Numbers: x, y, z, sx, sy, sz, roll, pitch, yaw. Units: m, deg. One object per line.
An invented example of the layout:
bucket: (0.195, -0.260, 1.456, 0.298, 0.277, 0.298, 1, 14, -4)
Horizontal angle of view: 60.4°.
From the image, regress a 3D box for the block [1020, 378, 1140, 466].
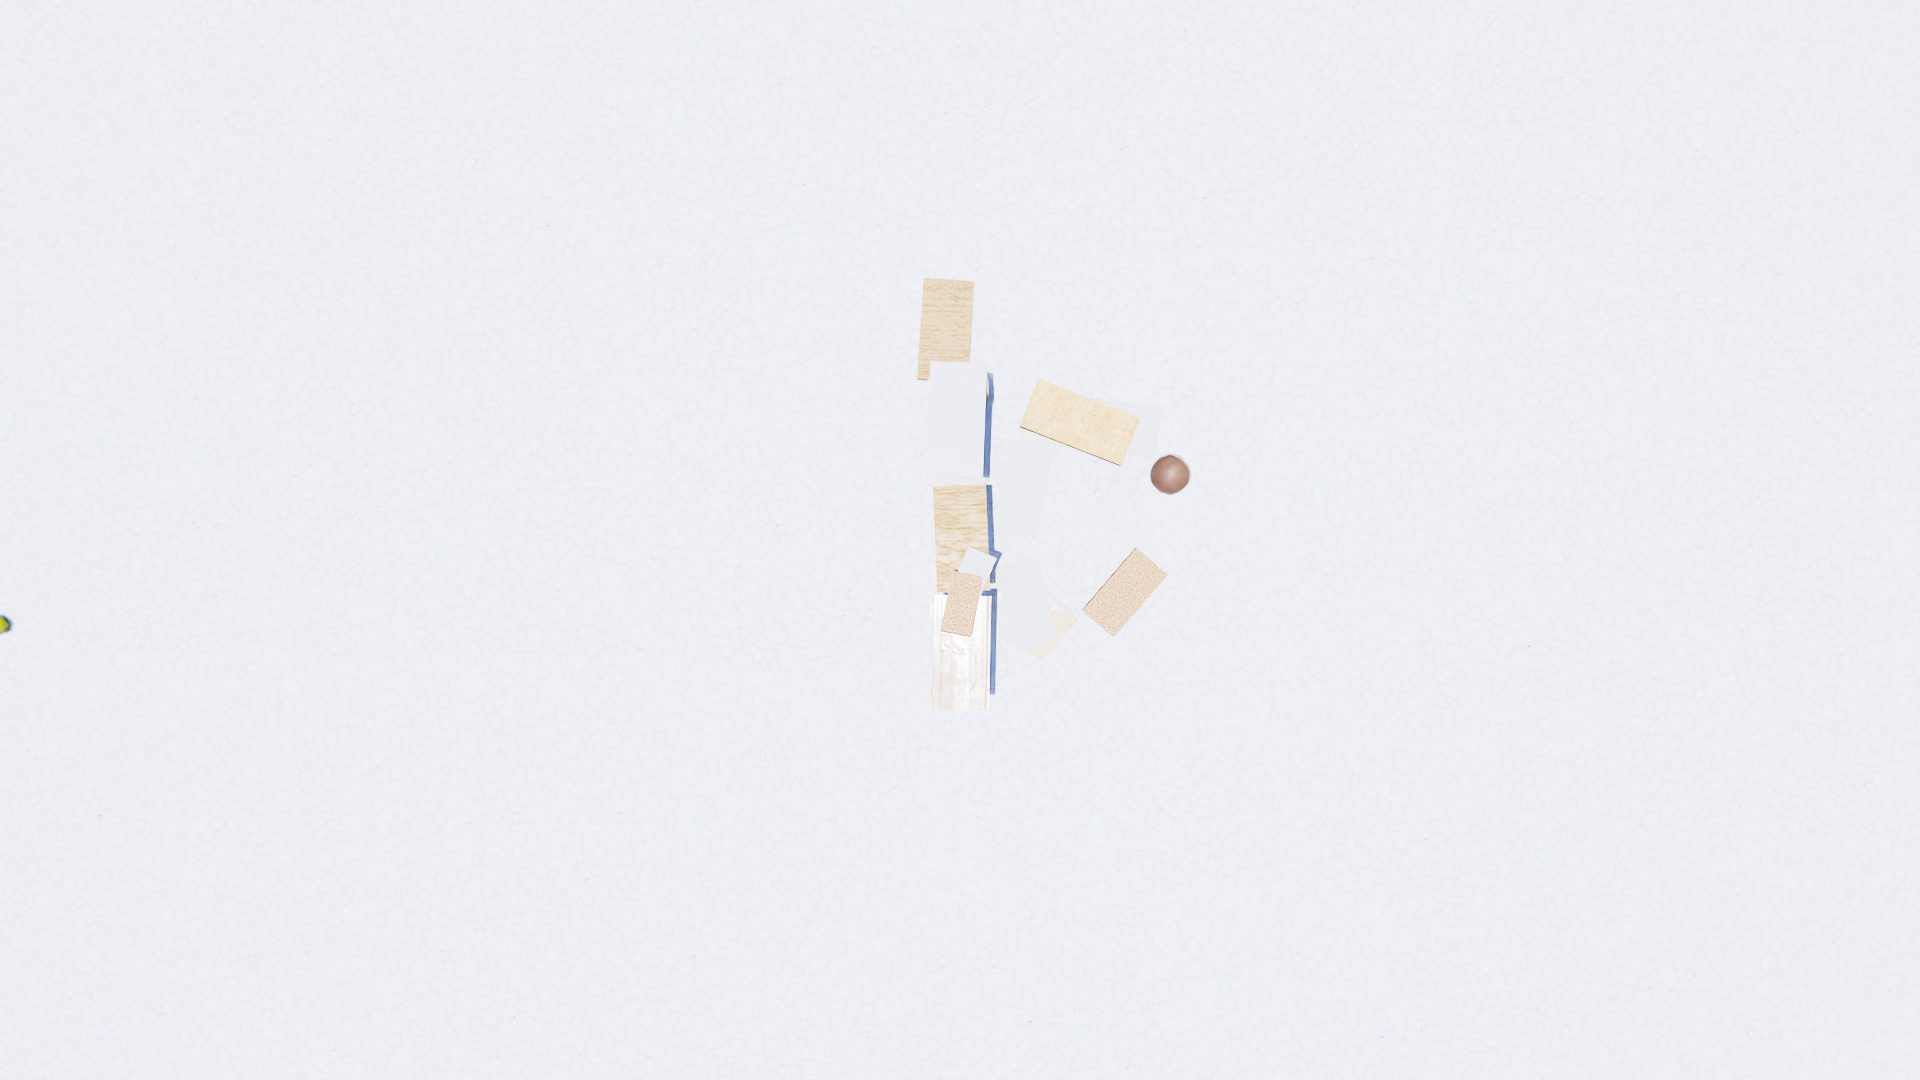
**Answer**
block: (0.394, -0.387, 5.429, 0.358, 0.047, 0.167, 21, 90, 0)

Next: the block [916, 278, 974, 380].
block: (-0.048, -0.695, 5.476, 0.167, 0.047, 0.335, 4, 90, 0)

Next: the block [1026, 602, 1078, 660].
block: (0.295, 0.303, 5.487, 0.094, 0.027, 0.187, 43, 90, 0)

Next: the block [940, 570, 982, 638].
block: (0.005, 0.196, 5.051, 0.094, 0.027, 0.187, 11, 80, 2)

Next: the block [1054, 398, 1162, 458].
block: (0.491, -0.378, 5.476, 0.335, 0.047, 0.167, 7, 90, 0)

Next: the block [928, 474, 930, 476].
block: (-0.020, -0.240, 5.325, 0.175, 0.350, 0.050, 0, 90, 0)

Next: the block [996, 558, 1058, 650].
block: (0.223, 0.211, 5.462, 0.138, 0.039, 0.275, -14, 84, 4)

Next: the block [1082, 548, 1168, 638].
block: (0.547, 0.174, 5.480, 0.138, 0.039, 0.275, 41, 90, 0)

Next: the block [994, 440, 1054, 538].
block: (0.211, -0.172, 5.480, 0.138, 0.039, 0.303, 12, 90, 0)

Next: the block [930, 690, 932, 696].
block: (-0.002, 0.475, 5.323, 0.177, 0.354, 0.050, 9, 90, 0)

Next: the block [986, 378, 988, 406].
block: (0.002, -0.473, 5.324, 0.175, 0.350, 0.050, 0, 87, 0)

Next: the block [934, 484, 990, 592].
block: (0.005, -0.005, 5.147, 0.165, 0.047, 0.329, -2, 90, 0)

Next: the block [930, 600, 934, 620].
block: (-0.005, 0.229, 5.323, 0.177, 0.354, 0.050, 4, 90, 0)

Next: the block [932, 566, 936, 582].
block: (-0.002, 0.108, 5.335, 0.165, 0.329, 0.047, 0, 90, 0)

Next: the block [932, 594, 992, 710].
block: (0.004, 0.349, 5.121, 0.177, 0.050, 0.354, 1, 90, 0)

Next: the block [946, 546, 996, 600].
block: (0.033, 0.125, 5.092, 0.094, 0.027, 0.187, 23, 80, 4)

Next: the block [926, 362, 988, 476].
block: (-0.010, -0.375, 5.124, 0.175, 0.050, 0.350, 2, 91, 0)
